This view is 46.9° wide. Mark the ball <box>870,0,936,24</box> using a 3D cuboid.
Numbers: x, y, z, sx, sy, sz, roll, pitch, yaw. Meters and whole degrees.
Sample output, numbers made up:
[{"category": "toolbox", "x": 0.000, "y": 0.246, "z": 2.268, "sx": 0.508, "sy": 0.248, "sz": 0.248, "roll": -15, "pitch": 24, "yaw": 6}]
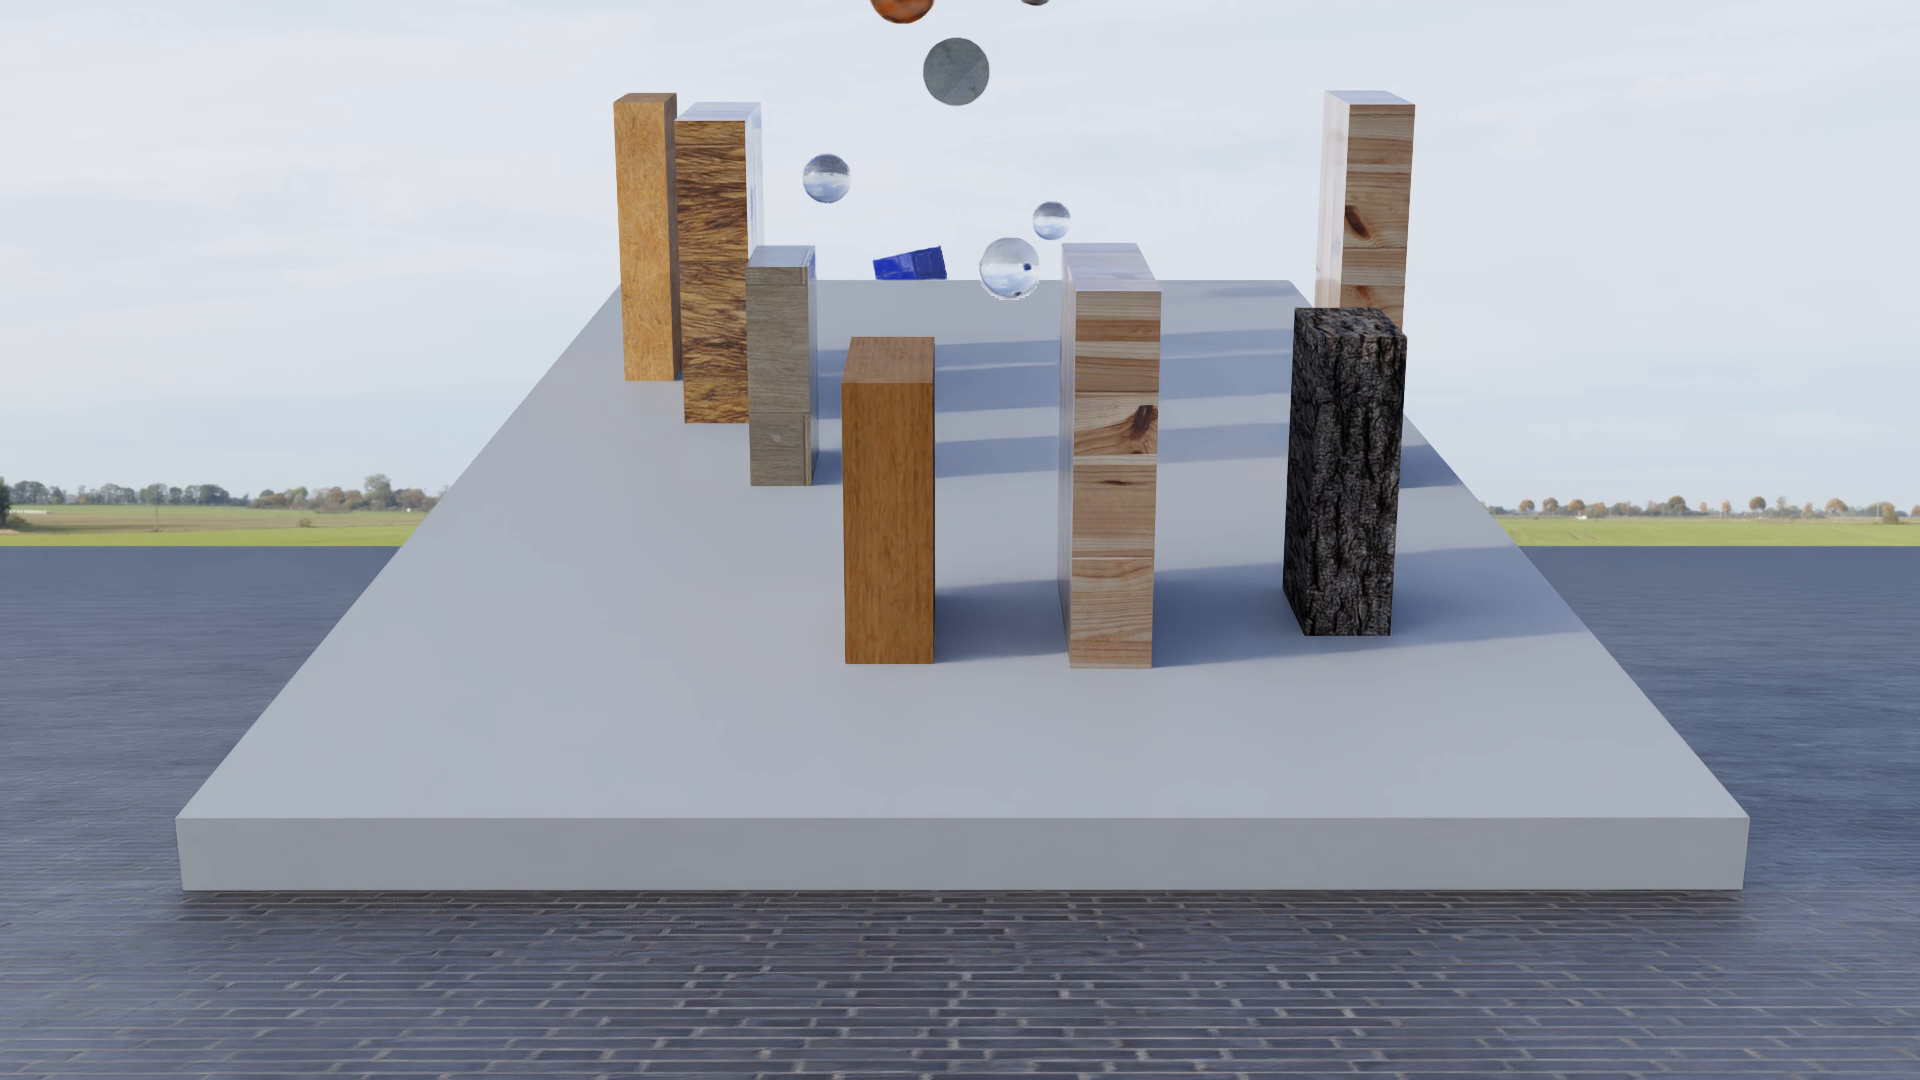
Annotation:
[{"category": "ball", "x": -0.159, "y": -1.514, "z": 6.076, "sx": 0.192, "sy": 0.192, "sz": 0.192, "roll": 0, "pitch": 0, "yaw": 0}]

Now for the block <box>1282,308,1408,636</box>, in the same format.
[{"category": "block", "x": 0.611, "y": -0.113, "z": 3.545, "sx": 0.135, "sy": 0.479, "sz": 0.245, "roll": 0, "pitch": 16, "yaw": 0}]

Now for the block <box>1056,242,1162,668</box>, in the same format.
[{"category": "block", "x": 0.227, "y": -0.145, "z": 3.481, "sx": 0.123, "sy": 0.576, "sz": 0.448, "roll": 0, "pitch": 16, "yaw": 0}]

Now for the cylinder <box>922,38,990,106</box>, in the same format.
[{"category": "cylinder", "x": -0.013, "y": -1.361, "z": 6.436, "sx": 0.192, "sy": 0.192, "sz": 0.192, "roll": 0, "pitch": 12, "yaw": -2}]

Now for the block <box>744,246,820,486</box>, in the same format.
[{"category": "block", "x": -0.353, "y": -0.353, "z": 4.431, "sx": 0.120, "sy": 0.434, "sz": 0.266, "roll": 0, "pitch": 16, "yaw": 0}]

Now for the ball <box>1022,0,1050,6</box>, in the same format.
[{"category": "ball", "x": 0.206, "y": -1.525, "z": 6.044, "sx": 0.130, "sy": 0.130, "sz": 0.130, "roll": 0, "pitch": 0, "yaw": 0}]

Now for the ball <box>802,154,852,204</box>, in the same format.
[{"category": "ball", "x": -0.382, "y": -1.037, "z": 6.349, "sx": 0.142, "sy": 0.142, "sz": 0.142, "roll": 0, "pitch": 0, "yaw": 0}]

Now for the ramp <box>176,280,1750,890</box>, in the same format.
[{"category": "ramp", "x": -0.002, "y": -0.166, "z": 4.743, "sx": 2.000, "sy": 0.100, "sz": 4.000, "roll": 0, "pitch": 16, "yaw": 0}]

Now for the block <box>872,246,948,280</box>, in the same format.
[{"category": "block", "x": -0.147, "y": -0.802, "z": 6.773, "sx": 0.152, "sy": 0.152, "sz": 0.152, "roll": -7, "pitch": 8, "yaw": 39}]

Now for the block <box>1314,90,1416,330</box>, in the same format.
[{"category": "block", "x": 0.788, "y": -0.498, "z": 4.380, "sx": 0.123, "sy": 0.744, "sz": 0.296, "roll": 0, "pitch": 16, "yaw": 0}]

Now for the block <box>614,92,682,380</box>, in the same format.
[{"category": "block", "x": -0.742, "y": -0.730, "z": 5.314, "sx": 0.117, "sy": 0.656, "sz": 0.249, "roll": 0, "pitch": 16, "yaw": 0}]

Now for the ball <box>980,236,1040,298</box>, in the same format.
[{"category": "ball", "x": 0.138, "y": -0.756, "z": 6.135, "sx": 0.169, "sy": 0.169, "sz": 0.169, "roll": 0, "pitch": 0, "yaw": 0}]

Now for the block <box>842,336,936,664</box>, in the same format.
[{"category": "block", "x": -0.108, "y": -0.070, "z": 3.471, "sx": 0.134, "sy": 0.436, "sz": 0.346, "roll": 0, "pitch": 16, "yaw": 0}]

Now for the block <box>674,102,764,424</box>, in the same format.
[{"category": "block", "x": -0.531, "y": -0.631, "z": 4.979, "sx": 0.150, "sy": 0.658, "sz": 0.417, "roll": 0, "pitch": 16, "yaw": 0}]

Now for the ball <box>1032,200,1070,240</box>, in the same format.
[{"category": "ball", "x": 0.266, "y": -0.930, "z": 6.446, "sx": 0.114, "sy": 0.114, "sz": 0.114, "roll": 0, "pitch": 0, "yaw": 0}]
